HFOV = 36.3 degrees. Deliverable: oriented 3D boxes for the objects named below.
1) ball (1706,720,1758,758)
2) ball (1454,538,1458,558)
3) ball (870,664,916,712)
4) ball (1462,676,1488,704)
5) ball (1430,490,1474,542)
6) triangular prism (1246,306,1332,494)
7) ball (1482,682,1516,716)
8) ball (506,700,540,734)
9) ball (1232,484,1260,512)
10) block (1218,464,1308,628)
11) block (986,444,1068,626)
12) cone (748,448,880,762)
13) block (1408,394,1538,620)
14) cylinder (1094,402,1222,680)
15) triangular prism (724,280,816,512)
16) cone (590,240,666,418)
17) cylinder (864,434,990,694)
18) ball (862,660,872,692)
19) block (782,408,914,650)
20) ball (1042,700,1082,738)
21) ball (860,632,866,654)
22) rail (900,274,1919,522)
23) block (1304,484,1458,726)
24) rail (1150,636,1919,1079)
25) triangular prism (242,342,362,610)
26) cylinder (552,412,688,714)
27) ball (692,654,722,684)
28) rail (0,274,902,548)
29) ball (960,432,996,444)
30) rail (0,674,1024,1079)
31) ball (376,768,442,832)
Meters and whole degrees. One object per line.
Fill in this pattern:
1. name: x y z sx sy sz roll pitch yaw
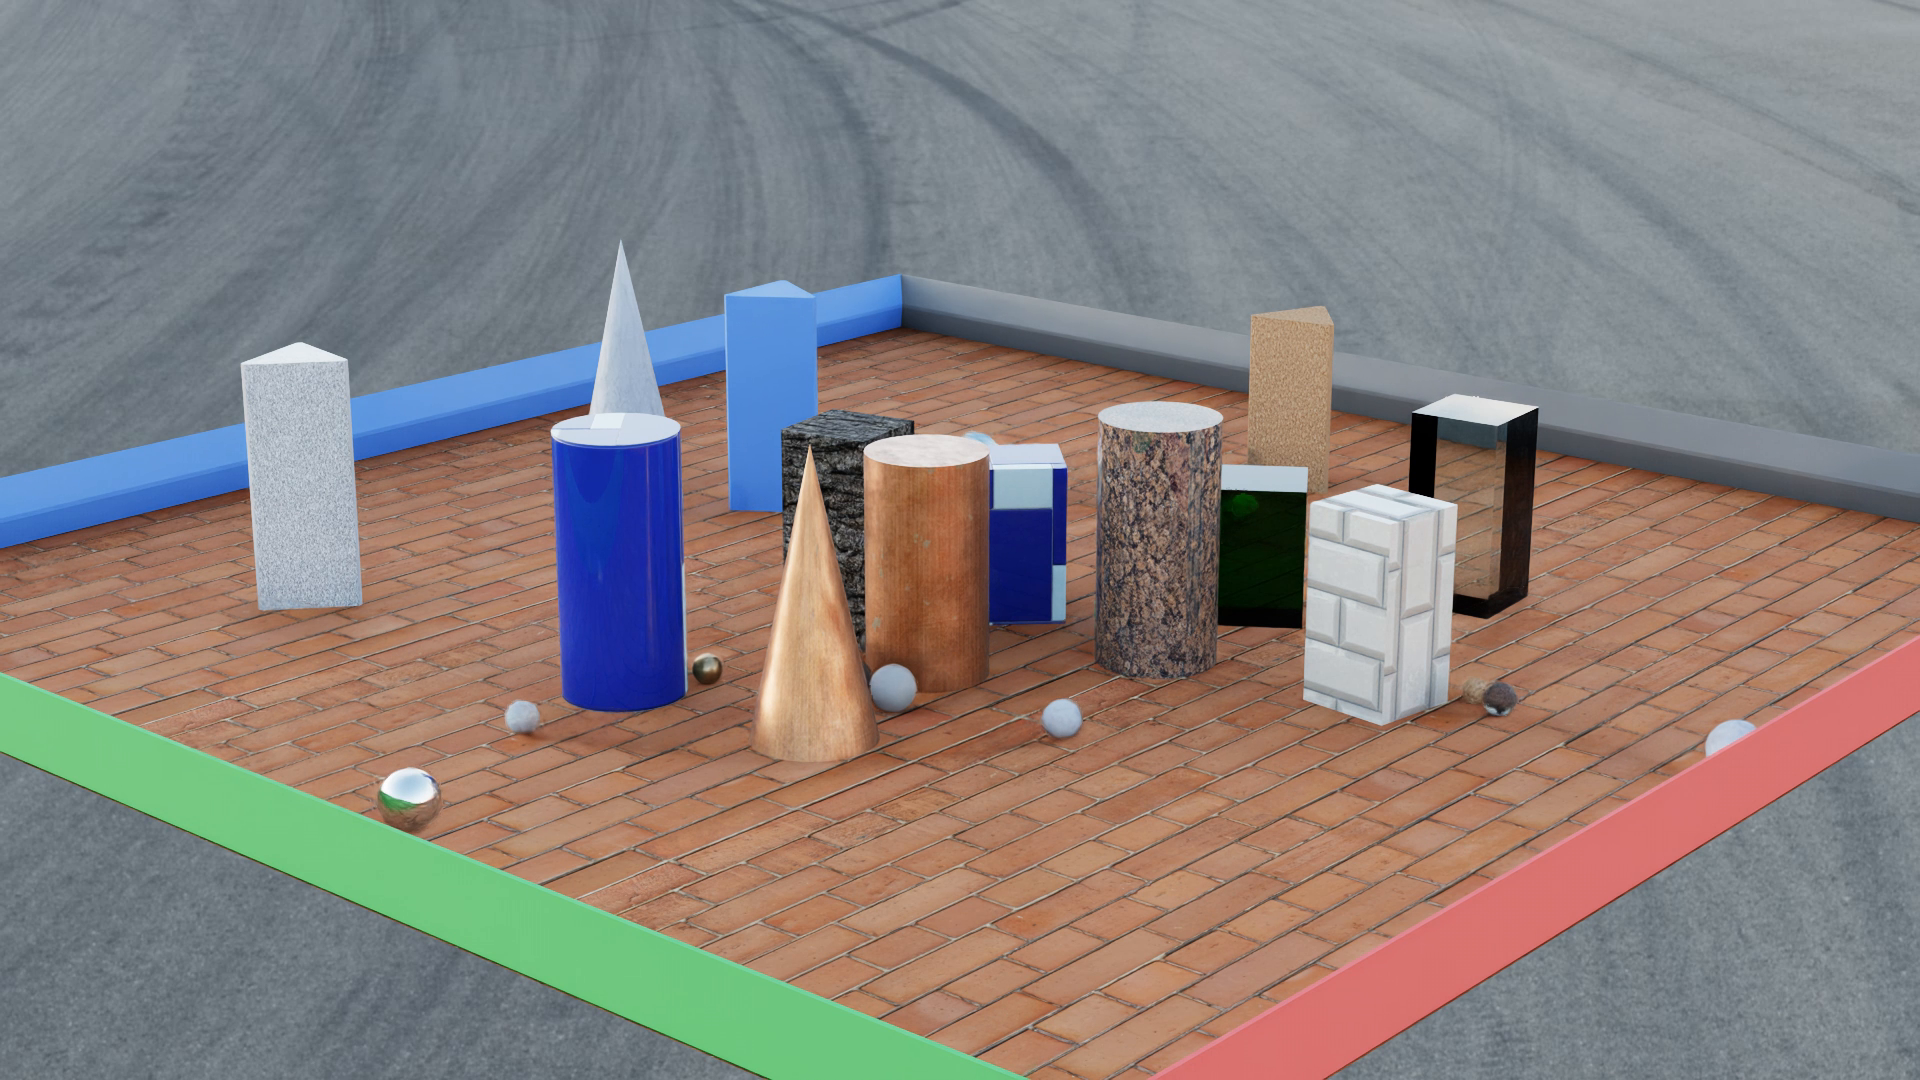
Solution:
1. ball: 1.135 0.307 4.284 0.088 0.088 0.088 0 17 0
2. ball: 0.852 0.010 5.273 0.086 0.086 0.086 0 17 0
3. ball: -0.104 0.230 4.564 0.074 0.074 0.074 0 17 0
4. ball: 0.810 0.236 4.600 0.042 0.042 0.042 0 17 0
5. ball: 0.901 -0.043 5.429 0.098 0.098 0.098 0 17 0
6. triangular prism: 0.683 -0.284 5.814 0.173 0.338 0.150 10 19 29
7. ball: 0.836 0.247 4.546 0.052 0.052 0.052 0 17 0
8. ball: -0.667 0.270 4.471 0.051 0.051 0.051 0 17 0
9. ball: 0.549 -0.080 5.630 0.053 0.053 0.053 0 17 0
10. block: 0.509 0.010 5.008 0.160 0.240 0.160 2 17 7
11. block: 0.094 -0.011 5.016 0.160 0.274 0.160 -1 17 -4
12. cone: -0.221 0.080 4.389 0.200 0.463 0.200 0 17 0
13. block: 0.882 -0.060 5.063 0.160 0.341 0.160 12 20 34
14. cylinder: 0.321 -0.001 4.750 0.200 0.410 0.200 0 17 0
15. triangular prism: -0.350 -0.279 5.652 0.173 0.421 0.150 2 17 6
16. cone: -0.670 -0.369 5.859 0.200 0.474 0.200 0 17 0
17. cylinder: -0.053 0.036 4.691 0.200 0.372 0.200 0 17 0
18. ball: -0.170 0.219 4.614 0.067 0.067 0.067 0 17 0
19. block: -0.185 -0.019 4.898 0.160 0.358 0.160 9 19 29
20. ball: 0.154 0.272 4.449 0.060 0.060 0.060 0 17 0
21. ball: -0.143 0.169 4.817 0.044 0.044 0.044 0 17 0
22. rail: 0.987 -0.295 6.208 3.039 0.130 0.045 14 22 39
23. block: 0.654 0.099 4.569 0.160 0.323 0.160 -15 22 -40
24. rail: 1.130 0.315 4.181 0.045 0.130 3.058 14 22 39
25. triangular prism: -1.134 -0.113 5.077 0.173 0.435 0.150 -3 17 -9
26. cylinder: -0.532 0.034 4.596 0.200 0.431 0.200 0 17 0
27. ball: -0.404 0.205 4.690 0.049 0.049 0.049 0 17 0
28. rail: -1.130 -0.250 6.059 0.045 0.130 3.058 14 22 39
29. ball: 0.031 -0.164 5.829 0.100 0.100 0.100 0 17 0
30. rail: -0.987 0.360 4.031 3.039 0.130 0.045 14 22 39
31. ball: -0.769 0.363 4.096 0.090 0.090 0.090 0 17 0
